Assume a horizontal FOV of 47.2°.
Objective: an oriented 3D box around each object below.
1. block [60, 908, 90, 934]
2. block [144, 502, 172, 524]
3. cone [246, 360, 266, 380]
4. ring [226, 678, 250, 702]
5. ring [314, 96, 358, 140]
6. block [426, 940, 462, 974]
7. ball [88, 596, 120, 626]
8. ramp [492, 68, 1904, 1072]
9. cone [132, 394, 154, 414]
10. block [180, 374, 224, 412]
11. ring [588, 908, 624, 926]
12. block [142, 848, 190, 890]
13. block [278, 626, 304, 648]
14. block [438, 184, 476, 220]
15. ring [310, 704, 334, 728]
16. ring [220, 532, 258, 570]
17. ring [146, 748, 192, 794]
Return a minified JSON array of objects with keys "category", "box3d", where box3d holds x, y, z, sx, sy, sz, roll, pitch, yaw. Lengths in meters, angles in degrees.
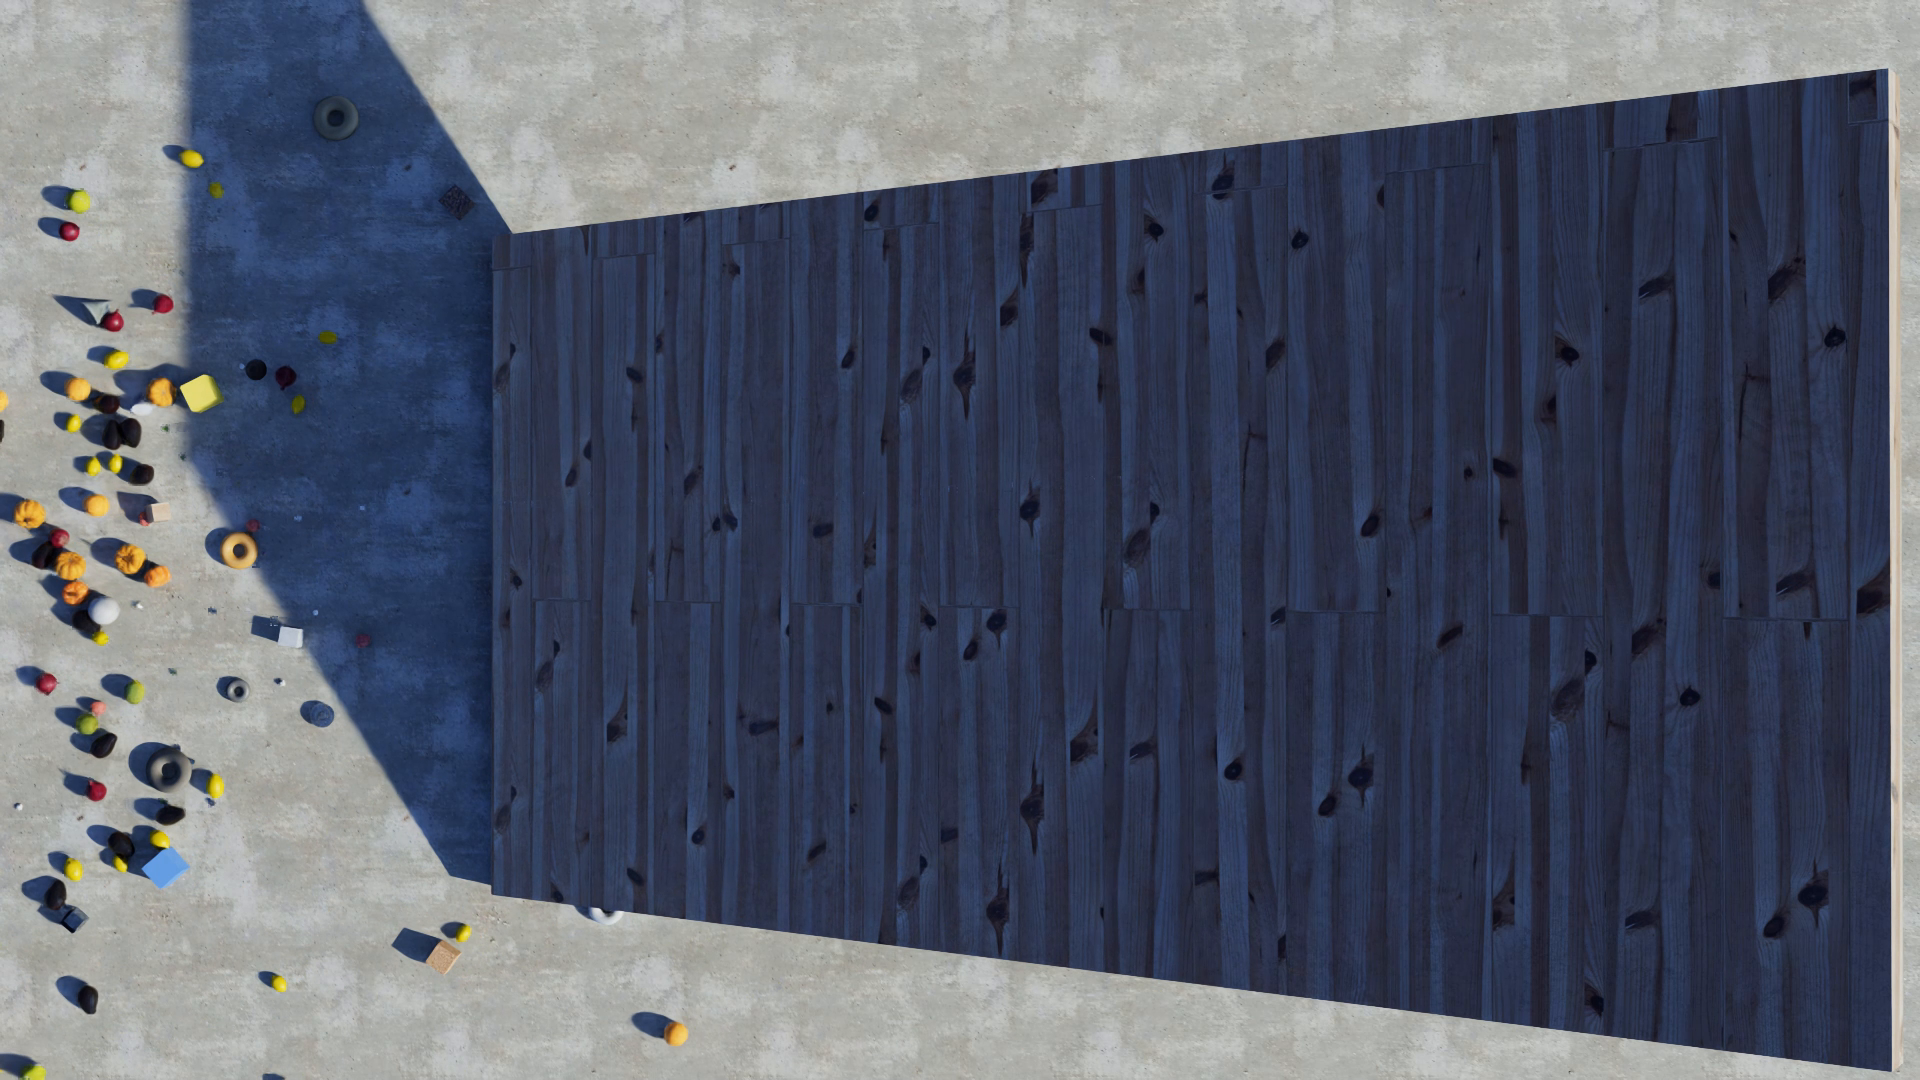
[{"category":"block","box3d":[-2.706,1.163,6.724,0.052,0.052,0.052,40,90,0]},{"category":"block","box3d":[-2.451,-0.082,6.722,0.054,0.054,0.054,-9,89,-41]},{"category":"cone","box3d":[-2.165,-0.524,6.731,0.065,0.065,0.065,0,90,0]},{"category":"ring","box3d":[-2.214,0.463,6.743,0.075,0.025,0.075,0,91,0]},{"category":"ring","box3d":[-1.914,-1.294,6.747,0.140,0.047,0.140,0,89,-1]},{"category":"block","box3d":[-1.577,1.274,6.715,0.069,0.069,0.069,35,90,0]},{"category":"ball","box3d":[-2.613,0.215,6.713,0.090,0.090,0.090,0,90,0]},{"category":"ramp","box3d":[0.244,0.068,5.569,4.000,0.100,2.000,0,89,35]},{"category":"cone","box3d":[-2.511,-0.427,6.749,0.062,0.062,0.062,-14,63,0]},{"category":"block","box3d":[-2.315,-0.447,6.721,0.083,0.083,0.083,-27,90,0]},{"category":"ring","box3d":[-1.083,1.123,6.732,0.111,0.037,0.111,0,88,1]},{"category":"block","box3d":[-2.422,1.001,6.709,0.084,0.084,0.084,-41,90,0]},{"category":"block","box3d":[-2.046,0.296,6.728,0.058,0.058,0.058,9,90,0]},{"category":"block","box3d":[-1.539,-1.033,6.732,0.071,0.071,0.071,45,90,0]},{"category":"ring","box3d":[-1.956,0.538,6.742,0.076,0.025,0.076,0,90,-1]},{"category":"ring","box3d":[-2.210,0.032,6.740,0.117,0.039,0.117,0,91,-1]},{"category":"ring","box3d":[-2.422,0.706,6.731,0.139,0.046,0.139,0,91,0]}]
